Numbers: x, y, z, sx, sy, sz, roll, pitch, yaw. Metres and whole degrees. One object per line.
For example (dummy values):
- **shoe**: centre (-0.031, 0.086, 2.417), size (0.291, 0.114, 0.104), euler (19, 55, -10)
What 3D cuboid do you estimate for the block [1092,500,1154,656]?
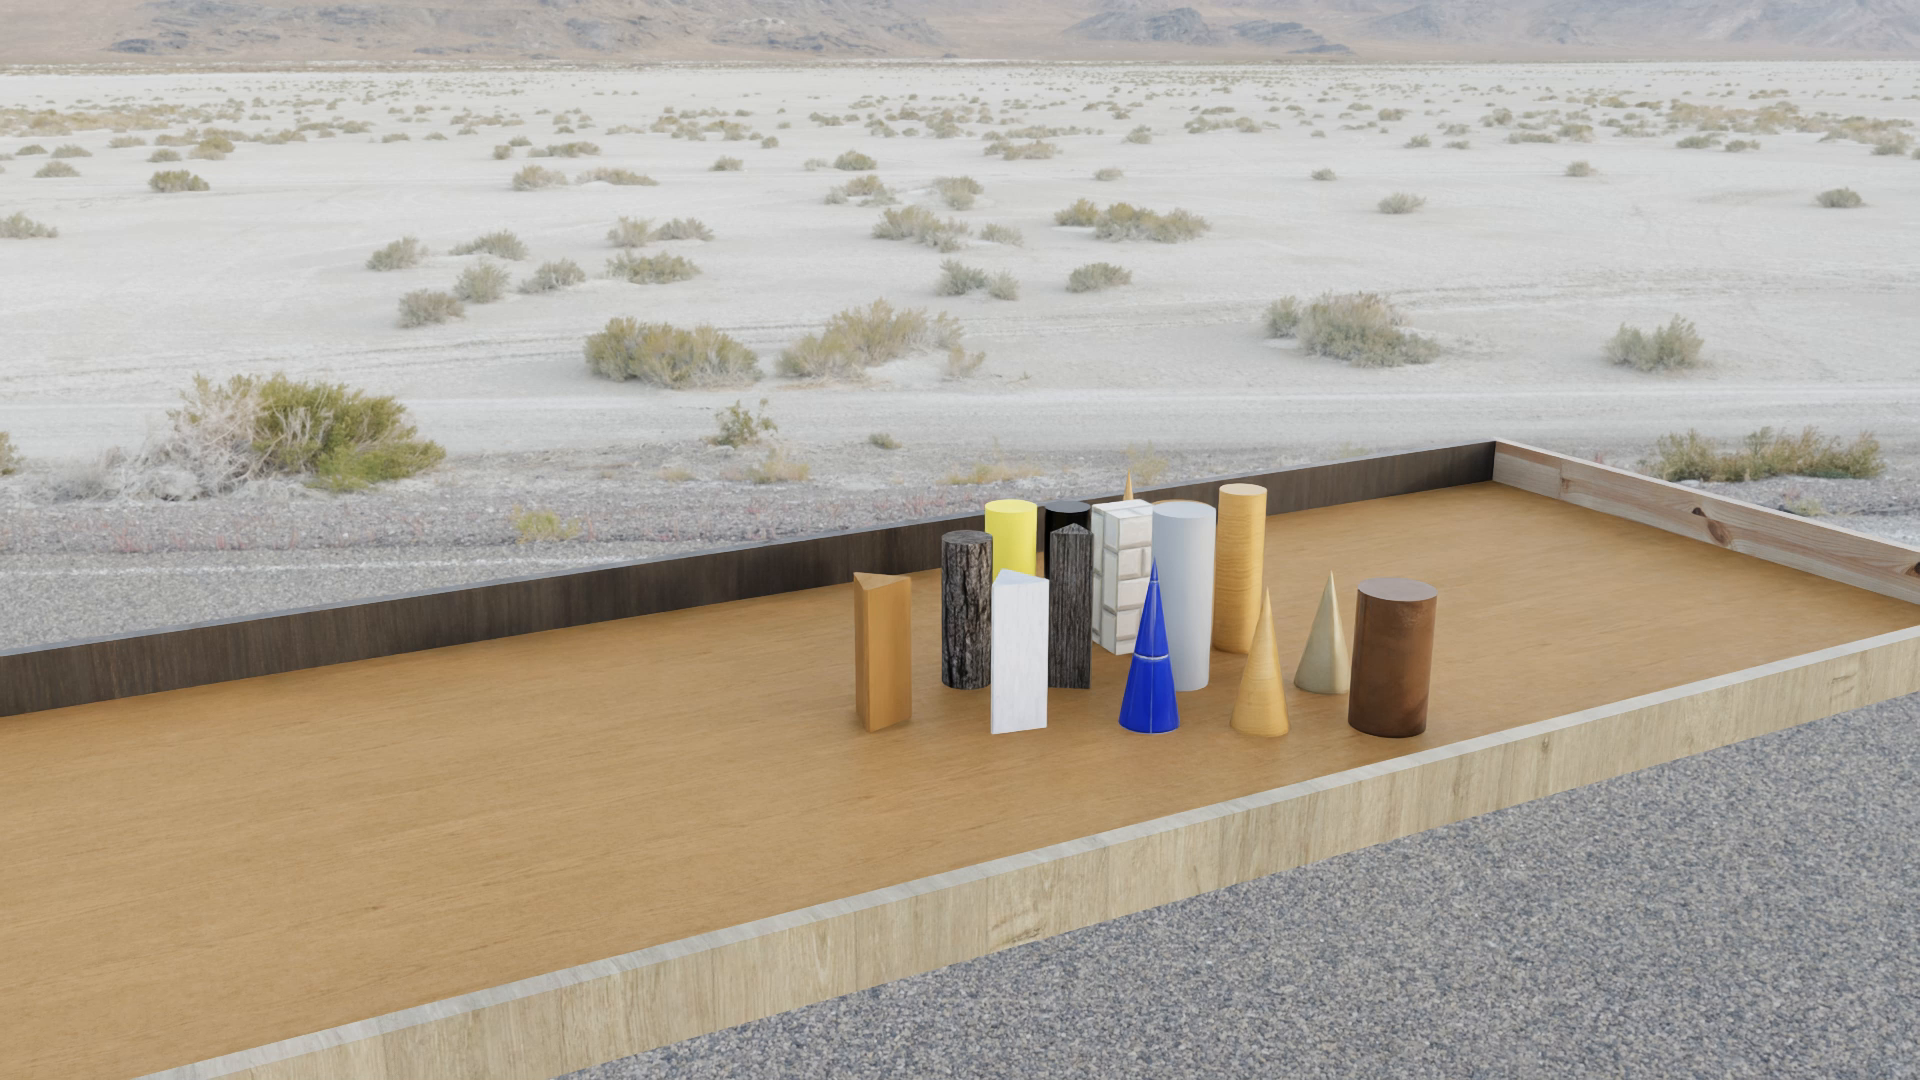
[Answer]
- **block**: centre (0.446, 0.096, 4.367), size (0.148, 0.372, 0.148), euler (-7, 18, -23)

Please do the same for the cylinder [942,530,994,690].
- **cylinder**: centre (0.018, 0.173, 4.099), size (0.127, 0.376, 0.127), euler (0, 16, 0)

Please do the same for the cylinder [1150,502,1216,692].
- **cylinder**: centre (0.548, 0.139, 4.091), size (0.155, 0.445, 0.155), euler (0, 16, 0)

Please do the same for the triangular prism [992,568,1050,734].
- **triangular prism**: centre (0.120, 0.255, 3.849), size (0.137, 0.359, 0.119), euler (-6, 17, -18)

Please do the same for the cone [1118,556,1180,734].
- **cone**: centre (0.446, 0.234, 3.834), size (0.145, 0.409, 0.145), euler (0, 16, 0)

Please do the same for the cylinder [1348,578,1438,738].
- **cylinder**: centre (1.006, 0.272, 3.840), size (0.180, 0.333, 0.180), euler (0, 16, 0)

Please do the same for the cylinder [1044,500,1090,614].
- **cylinder**: centre (0.300, 0.053, 4.634), size (0.128, 0.305, 0.128), euler (0, 16, 0)

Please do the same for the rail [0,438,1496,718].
- **rail**: centre (-3.305, 0.497, 3.399), size (12.000, 0.150, 0.050), euler (-9, 18, -27)

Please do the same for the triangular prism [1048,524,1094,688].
- **triangular prism**: centre (0.278, 0.163, 4.090), size (0.106, 0.400, 0.092), euler (2, 17, 7)

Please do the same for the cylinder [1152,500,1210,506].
- **cylinder**: centre (0.612, 0.058, 4.611), size (0.178, 0.307, 0.178), euler (0, 16, 0)

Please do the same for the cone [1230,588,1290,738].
- **cone**: centre (0.704, 0.270, 3.825), size (0.141, 0.344, 0.141), euler (0, 16, 0)

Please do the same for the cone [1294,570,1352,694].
- **cone**: centre (0.910, 0.215, 4.086), size (0.149, 0.303, 0.149), euler (0, 16, 0)

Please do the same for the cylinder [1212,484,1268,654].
- **cylinder**: centre (0.734, 0.075, 4.334), size (0.122, 0.431, 0.122), euler (0, 16, 0)

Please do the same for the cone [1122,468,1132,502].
- **cone**: centre (0.490, -0.037, 4.829), size (0.106, 0.367, 0.106), euler (0, 16, 0)

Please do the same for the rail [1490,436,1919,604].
- **rail**: centre (2.466, -0.048, 5.253), size (0.050, 0.150, 2.100), euler (-9, 18, -27)

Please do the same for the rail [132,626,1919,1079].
- **rail**: centre (-2.336, 1.006, 1.665), size (12.000, 0.150, 0.050), euler (-9, 18, -27)

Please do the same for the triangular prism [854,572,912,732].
- **triangular prism**: centre (-0.205, 0.255, 3.871), size (0.138, 0.348, 0.119), euler (-15, 22, -42)

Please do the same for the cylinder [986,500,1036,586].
- **cylinder**: centre (0.133, 0.096, 4.344), size (0.135, 0.385, 0.135), euler (0, 16, 0)
